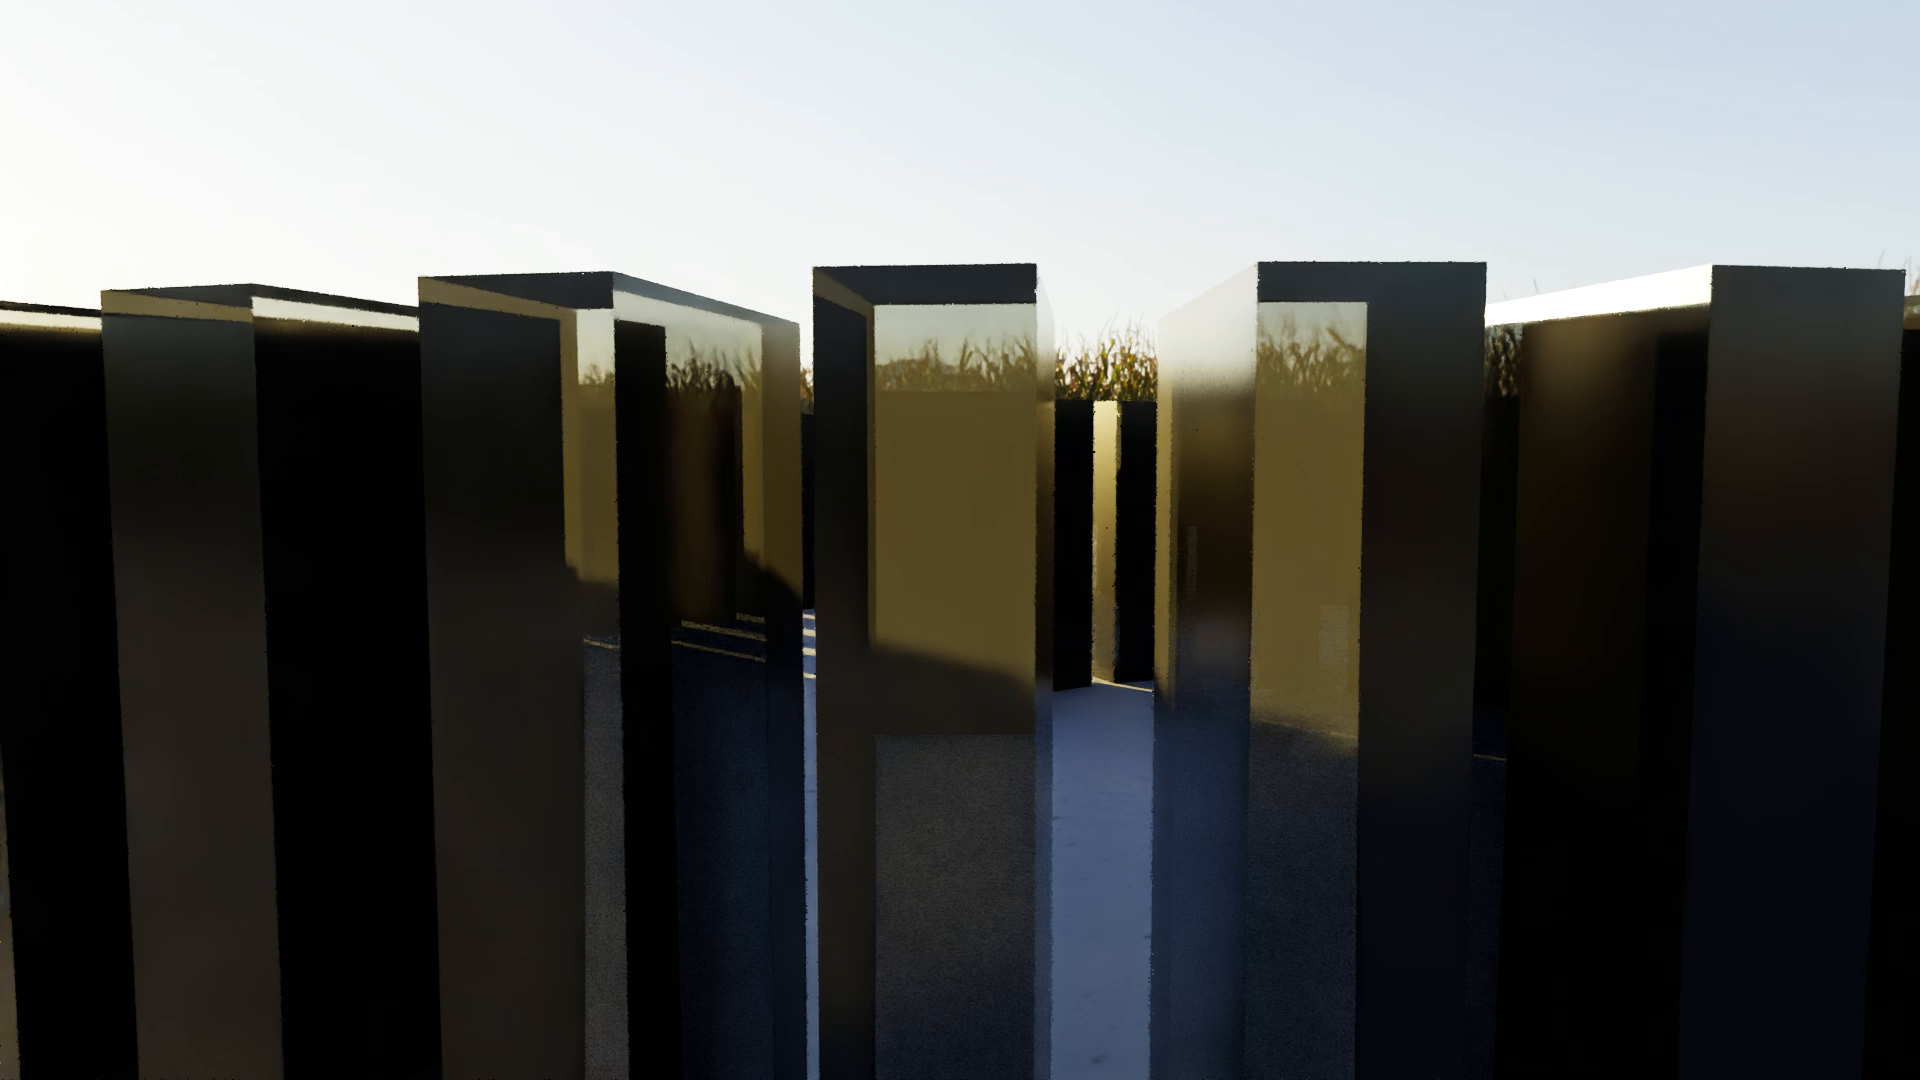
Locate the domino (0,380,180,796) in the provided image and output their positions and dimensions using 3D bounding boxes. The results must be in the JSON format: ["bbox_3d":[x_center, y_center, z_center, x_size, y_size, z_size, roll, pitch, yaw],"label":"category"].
[{"bbox_3d":[-0.113,0.006,0.159,0.025,0.050,0.010,-2,5,-21],"label":"domino"}]

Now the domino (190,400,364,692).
[{"bbox_3d":[-0.120,0.001,0.226,0.025,0.050,0.010,1,4,11],"label":"domino"}]

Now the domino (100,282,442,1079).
[{"bbox_3d":[-0.034,0.012,0.075,0.010,0.050,0.025,1,5,18],"label":"domino"}]

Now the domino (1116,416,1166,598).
[{"bbox_3d":[0.051,-0.010,0.365,0.009,0.050,0.025,0,4,-2],"label":"domino"}]

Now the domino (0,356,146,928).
[{"bbox_3d":[-0.089,0.009,0.114,0.025,0.050,0.010,-3,5,-36],"label":"domino"}]

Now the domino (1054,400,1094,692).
[{"bbox_3d":[0.012,0.000,0.231,0.010,0.050,0.025,-3,5,-37],"label":"domino"}]

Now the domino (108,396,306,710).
[{"bbox_3d":[-0.122,0.002,0.209,0.025,0.050,0.010,0,4,3],"label":"domino"}]

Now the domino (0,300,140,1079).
[{"bbox_3d":[-0.050,0.011,0.081,0.009,0.050,0.025,2,5,25],"label":"domino"}]

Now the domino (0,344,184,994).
[{"bbox_3d":[-0.078,0.010,0.101,0.025,0.050,0.009,-4,6,-44],"label":"domino"}]

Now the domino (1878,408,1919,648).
[{"bbox_3d":[0.208,-0.003,0.275,0.025,0.050,0.010,-3,5,-35],"label":"domino"}]

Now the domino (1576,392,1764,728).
[{"bbox_3d":[0.110,0.003,0.199,0.025,0.050,0.009,-1,5,-19],"label":"domino"}]

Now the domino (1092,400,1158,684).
[{"bbox_3d":[0.027,0.000,0.240,0.009,0.050,0.025,-2,5,-24],"label":"domino"}]

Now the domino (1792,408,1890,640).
[{"bbox_3d":[0.198,-0.004,0.288,0.025,0.050,0.010,-4,6,-40],"label":"domino"}]

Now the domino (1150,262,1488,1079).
[{"bbox_3d":[0.017,0.013,0.067,0.009,0.050,0.025,0,4,-1],"label":"domino"}]

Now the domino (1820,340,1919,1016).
[{"bbox_3d":[0.079,0.011,0.092,0.010,0.050,0.025,-4,6,-40],"label":"domino"}]

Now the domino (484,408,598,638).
[{"bbox_3d":[-0.095,-0.004,0.289,0.025,0.050,0.010,3,5,31],"label":"domino"}]

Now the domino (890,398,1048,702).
[{"bbox_3d":[0.002,0.001,0.218,0.025,0.050,0.010,1,4,16],"label":"domino"}]

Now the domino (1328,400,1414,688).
[{"bbox_3d":[0.076,0.000,0.236,0.010,0.050,0.025,2,5,28],"label":"domino"}]

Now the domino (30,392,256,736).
[{"bbox_3d":[-0.122,0.003,0.192,0.025,0.050,0.009,-1,4,-7],"label":"domino"}]

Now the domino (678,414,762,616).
[{"bbox_3d":[-0.062,-0.007,0.328,0.010,0.050,0.025,-3,6,-39],"label":"domino"}]

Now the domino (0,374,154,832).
[{"bbox_3d":[-0.106,0.007,0.143,0.025,0.050,0.009,-2,5,-26],"label":"domino"}]

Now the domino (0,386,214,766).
[{"bbox_3d":[-0.118,0.004,0.175,0.025,0.050,0.010,-1,4,-15],"label":"domino"}]

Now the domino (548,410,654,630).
[{"bbox_3d":[-0.085,-0.005,0.304,0.025,0.050,0.010,3,5,36],"label":"domino"}]

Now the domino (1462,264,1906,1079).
[{"bbox_3d":[0.034,0.012,0.069,0.009,0.050,0.025,-1,4,-10],"label":"domino"}]

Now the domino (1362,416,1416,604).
[{"bbox_3d":[0.118,-0.009,0.351,0.009,0.050,0.025,2,5,25],"label":"domino"}]

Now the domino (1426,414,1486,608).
[{"bbox_3d":[0.133,-0.008,0.343,0.009,0.050,0.025,3,5,30],"label":"domino"}]

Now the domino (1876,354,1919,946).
[{"bbox_3d":[0.092,0.010,0.104,0.025,0.050,0.009,4,6,43],"label":"domino"}]

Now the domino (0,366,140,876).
[{"bbox_3d":[-0.098,0.008,0.128,0.025,0.050,0.010,-3,5,-31],"label":"domino"}]

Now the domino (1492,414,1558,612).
[{"bbox_3d":[0.147,-0.008,0.334,0.010,0.050,0.025,3,5,34],"label":"domino"}]

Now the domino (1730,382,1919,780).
[{"bbox_3d":[0.116,0.005,0.166,0.025,0.050,0.010,0,4,-2],"label":"domino"}]

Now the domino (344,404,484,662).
[{"bbox_3d":[-0.110,-0.002,0.259,0.025,0.050,0.010,2,5,22],"label":"domino"}]

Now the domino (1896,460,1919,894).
[{"bbox_3d":[0.102,0.009,0.117,0.025,0.050,0.009,3,5,35],"label":"domino"}]

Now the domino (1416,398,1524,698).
[{"bbox_3d":[0.090,0.001,0.227,0.009,0.050,0.025,3,5,38],"label":"domino"}]

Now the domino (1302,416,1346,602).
[{"bbox_3d":[0.102,-0.009,0.358,0.009,0.050,0.025,1,5,19],"label":"domino"}]

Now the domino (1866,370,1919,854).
[{"bbox_3d":[0.111,0.008,0.132,0.025,0.050,0.010,2,5,22],"label":"domino"}]

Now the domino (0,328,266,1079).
[{"bbox_3d":[-0.065,0.011,0.090,0.010,0.050,0.025,3,5,34],"label":"domino"}]

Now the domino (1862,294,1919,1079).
[{"bbox_3d":[0.050,0.012,0.074,0.009,0.050,0.025,-2,5,-24],"label":"domino"}]

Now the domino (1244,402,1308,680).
[{"bbox_3d":[0.060,-0.001,0.242,0.009,0.050,0.025,1,4,17],"label":"domino"}]

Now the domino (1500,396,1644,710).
[{"bbox_3d":[0.102,0.001,0.214,0.025,0.050,0.010,-3,5,-37],"label":"domino"}]

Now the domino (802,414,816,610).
[{"bbox_3d":[-0.047,-0.008,0.338,0.009,0.050,0.025,-2,5,-30],"label":"domino"}]

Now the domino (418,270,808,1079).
[{"bbox_3d":[-0.017,0.012,0.071,0.009,0.050,0.025,1,4,12],"label":"domino"}]

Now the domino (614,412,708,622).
[{"bbox_3d":[-0.074,-0.006,0.317,0.025,0.050,0.010,4,6,43],"label":"domino"}]

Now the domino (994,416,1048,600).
[{"bbox_3d":[0.017,-0.010,0.361,0.010,0.050,0.025,-1,4,-11],"label":"domino"}]

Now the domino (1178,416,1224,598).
[{"bbox_3d":[0.068,-0.010,0.364,0.010,0.050,0.025,0,4,4],"label":"domino"}]

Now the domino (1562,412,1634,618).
[{"bbox_3d":[0.161,-0.007,0.324,0.009,0.050,0.025,3,5,38],"label":"domino"}]

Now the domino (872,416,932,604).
[{"bbox_3d":[-0.016,-0.009,0.352,0.010,0.050,0.025,-1,5,-19],"label":"domino"}]

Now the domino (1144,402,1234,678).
[{"bbox_3d":[0.043,-0.001,0.244,0.010,0.050,0.025,-1,4,-7],"label":"domino"}]

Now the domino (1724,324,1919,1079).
[{"bbox_3d":[0.065,0.011,0.082,0.010,0.050,0.025,-3,5,-33],"label":"domino"}]

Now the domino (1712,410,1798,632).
[{"bbox_3d":[0.187,-0.005,0.301,0.025,0.050,0.010,-4,6,-44],"label":"domino"}]

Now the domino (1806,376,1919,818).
[{"bbox_3d":[0.115,0.006,0.149,0.025,0.050,0.010,1,4,8],"label":"domino"}]

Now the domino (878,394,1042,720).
[{"bbox_3d":[0.000,0.002,0.201,0.025,0.050,0.009,0,4,0],"label":"domino"}]

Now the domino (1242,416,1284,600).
[{"bbox_3d":[0.085,-0.010,0.362,0.010,0.050,0.025,1,4,11],"label":"domino"}]

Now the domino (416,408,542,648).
[{"bbox_3d":[-0.103,-0.003,0.274,0.025,0.050,0.010,2,5,27],"label":"domino"}]

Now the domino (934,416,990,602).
[{"bbox_3d":[0.000,-0.009,0.357,0.009,0.050,0.025,-1,4,-15],"label":"domino"}]

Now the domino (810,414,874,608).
[{"bbox_3d":[-0.032,-0.008,0.346,0.010,0.050,0.025,-2,5,-24],"label":"domino"}]

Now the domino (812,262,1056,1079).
[{"bbox_3d":[0.000,0.012,0.068,0.010,0.050,0.025,0,4,6],"label":"domino"}]

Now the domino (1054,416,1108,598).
[{"bbox_3d":[0.034,-0.010,0.363,0.009,0.050,0.025,0,4,-6],"label":"domino"}]

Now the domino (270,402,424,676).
[{"bbox_3d":[-0.116,-0.001,0.243,0.025,0.050,0.009,1,4,17],"label":"domino"}]

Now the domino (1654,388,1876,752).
[{"bbox_3d":[0.114,0.004,0.183,0.025,0.050,0.010,-1,4,-10],"label":"domino"}]

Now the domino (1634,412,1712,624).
[{"bbox_3d":[0.174,-0.006,0.313,0.009,0.050,0.025,4,6,42],"label":"domino"}]
